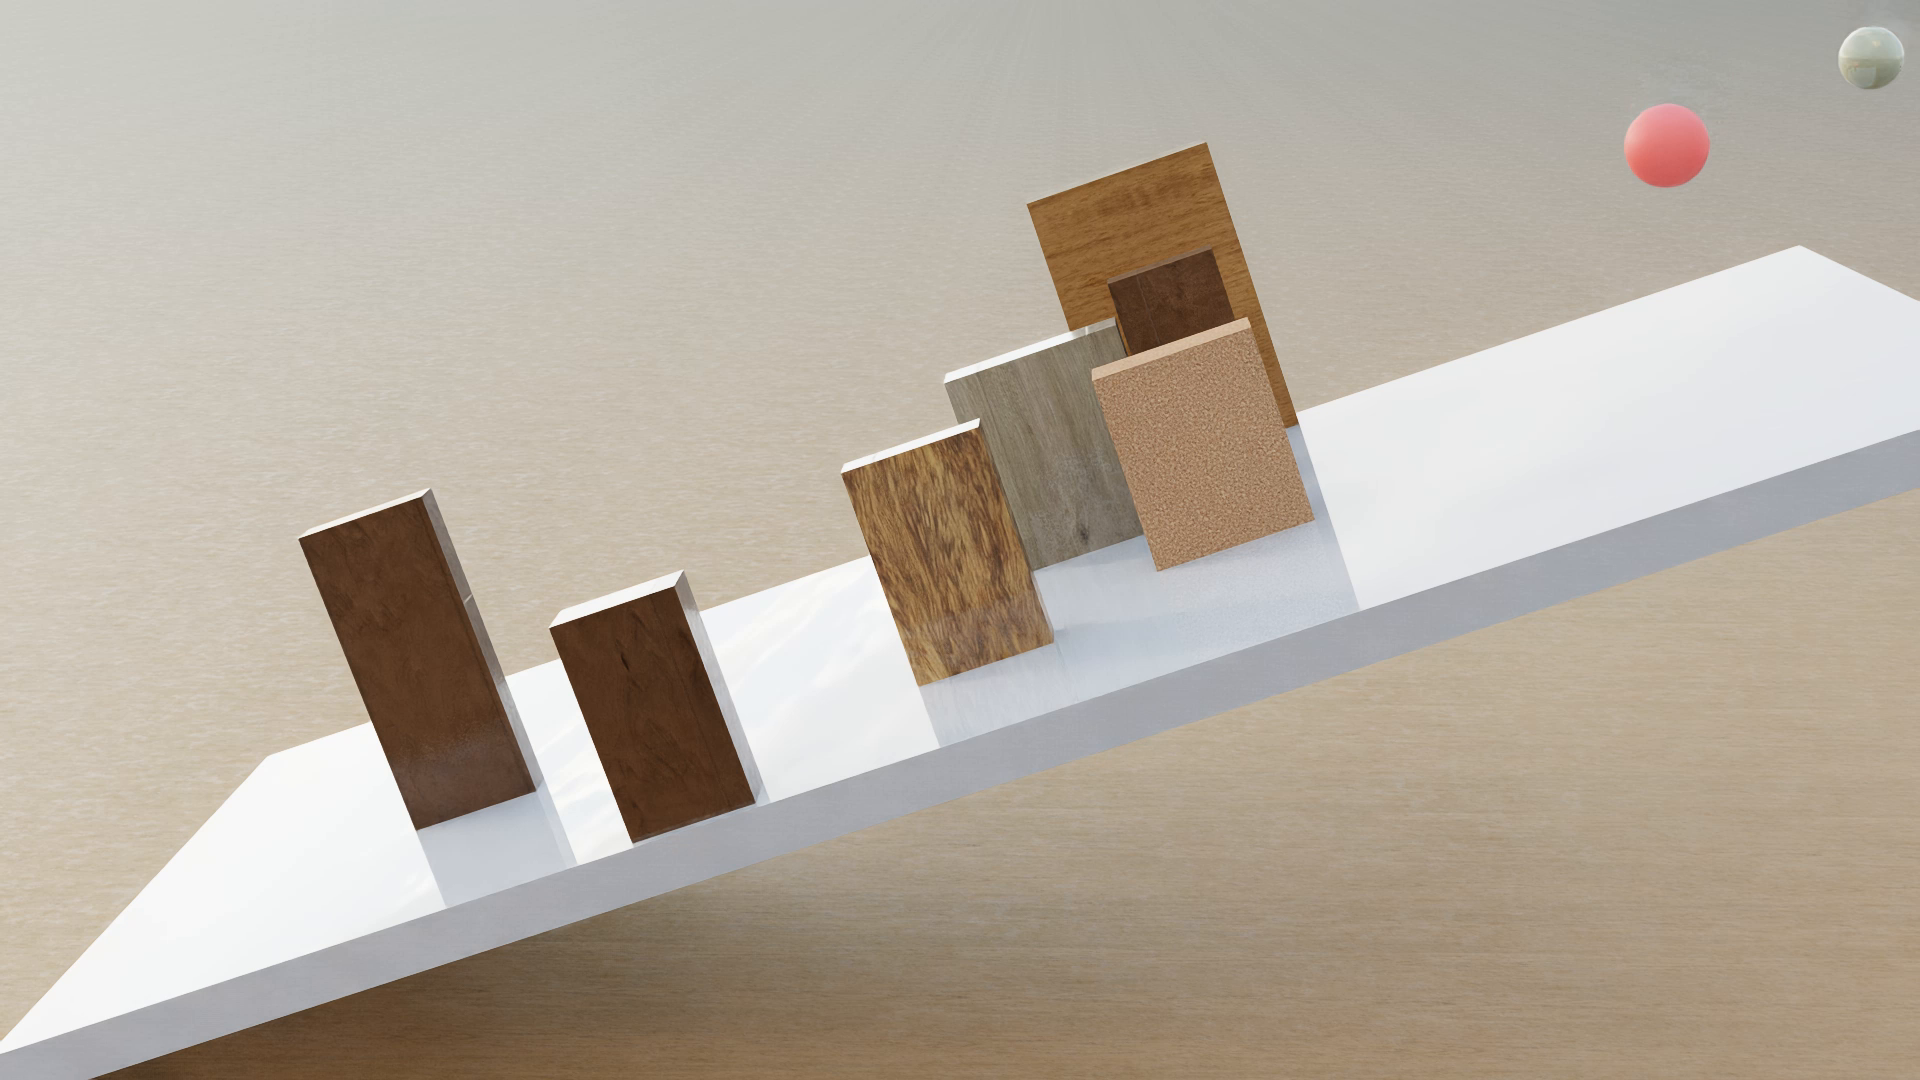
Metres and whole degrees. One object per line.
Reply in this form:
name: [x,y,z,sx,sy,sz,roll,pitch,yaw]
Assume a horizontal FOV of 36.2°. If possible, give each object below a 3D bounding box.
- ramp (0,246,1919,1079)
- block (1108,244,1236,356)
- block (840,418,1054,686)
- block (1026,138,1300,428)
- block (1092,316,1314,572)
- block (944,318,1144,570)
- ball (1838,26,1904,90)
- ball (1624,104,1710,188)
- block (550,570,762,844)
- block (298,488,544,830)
ramp: [0.109,0.179,6.303,4.000,0.100,2.000,-18,11,6]
block: [0.532,-0.376,6.637,0.245,0.523,0.090,-18,11,6]
block: [-0.022,0.026,5.814,0.284,0.456,0.098,-18,11,6]
block: [0.488,-0.550,7.068,0.447,0.711,0.127,-18,11,6]
block: [0.502,-0.199,6.089,0.340,0.422,0.149,-18,11,6]
block: [0.229,-0.205,6.493,0.394,0.460,0.129,-18,11,6]
ball: [1.892,-1.001,6.107,0.131,0.131,0.131,0,12,0]
ball: [1.432,-0.798,5.957,0.169,0.169,0.169,0,12,0]
block: [-0.558,0.307,5.431,0.244,0.432,0.133,-18,11,6]
block: [-1.111,0.249,6.083,0.271,0.657,0.092,-18,11,6]
